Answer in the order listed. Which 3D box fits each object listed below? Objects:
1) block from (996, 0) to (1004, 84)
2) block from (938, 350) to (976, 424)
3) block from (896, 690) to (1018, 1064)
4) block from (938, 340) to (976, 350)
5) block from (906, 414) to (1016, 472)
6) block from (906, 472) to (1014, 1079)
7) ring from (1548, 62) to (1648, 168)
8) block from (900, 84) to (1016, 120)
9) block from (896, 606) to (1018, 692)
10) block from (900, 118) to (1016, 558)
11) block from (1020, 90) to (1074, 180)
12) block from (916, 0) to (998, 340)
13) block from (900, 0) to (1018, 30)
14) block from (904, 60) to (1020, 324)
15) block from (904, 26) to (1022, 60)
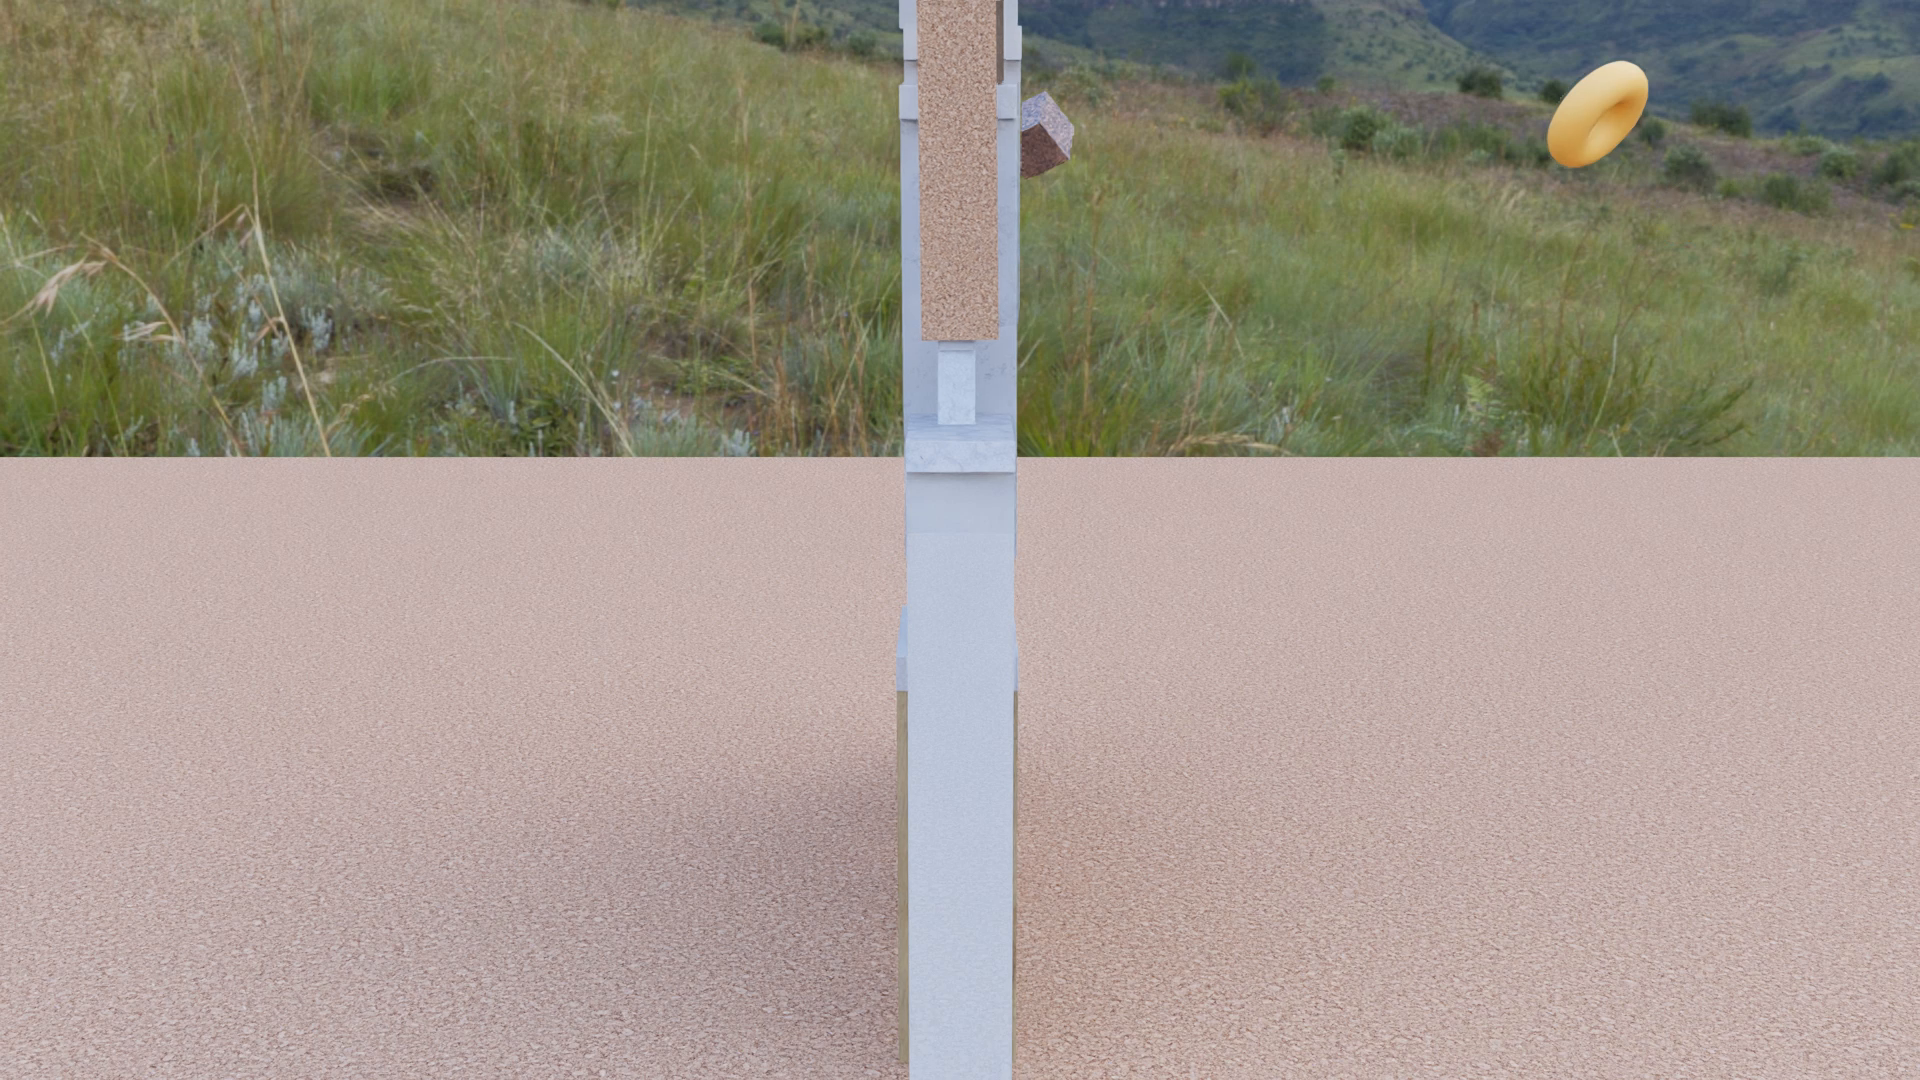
[{"bbox_3d":[0.003,-0.801,3.087,0.117,0.328,0.033,0,10,1],"label":"block"},{"bbox_3d":[-0.004,-0.197,2.828,0.048,0.095,0.014,0,11,0],"label":"block"},{"bbox_3d":[-0.003,0.449,2.975,0.160,0.531,0.045,0,11,0],"label":"block"},{"bbox_3d":[-0.004,-0.257,2.850,0.048,0.014,0.095,0,10,0],"label":"block"},{"bbox_3d":[0.001,-0.125,2.806,0.133,0.038,0.265,0,11,0],"label":"block"},{"bbox_3d":[0.001,0.323,2.799,0.133,0.842,0.038,0,11,0],"label":"block"},{"bbox_3d":[1.565,-1.043,5.395,0.292,0.292,0.097,-10,50,-44],"label":"ring"},{"bbox_3d":[-0.001,-0.595,2.996,0.152,0.043,0.304,0,11,1],"label":"block"},{"bbox_3d":[-0.003,0.146,3.028,0.160,0.045,0.320,0,10,0],"label":"block"},{"bbox_3d":[0.000,-0.267,2.954,0.152,0.585,0.043,0,10,1],"label":"block"},{"bbox_3d":[0.225,-1.203,6.544,0.156,0.156,0.156,-21,40,30],"label":"block"},{"bbox_3d":[-0.003,-0.510,2.756,0.098,0.517,0.028,-1,11,0],"label":"block"},{"bbox_3d":[-0.002,-0.956,3.322,0.179,0.358,0.051,0,10,0],"label":"block"},{"bbox_3d":[0.003,-0.528,3.346,0.174,0.392,0.049,0,11,0],"label":"block"},{"bbox_3d":[0.004,-0.766,3.420,0.174,0.049,0.348,0,10,0],"label":"block"}]
